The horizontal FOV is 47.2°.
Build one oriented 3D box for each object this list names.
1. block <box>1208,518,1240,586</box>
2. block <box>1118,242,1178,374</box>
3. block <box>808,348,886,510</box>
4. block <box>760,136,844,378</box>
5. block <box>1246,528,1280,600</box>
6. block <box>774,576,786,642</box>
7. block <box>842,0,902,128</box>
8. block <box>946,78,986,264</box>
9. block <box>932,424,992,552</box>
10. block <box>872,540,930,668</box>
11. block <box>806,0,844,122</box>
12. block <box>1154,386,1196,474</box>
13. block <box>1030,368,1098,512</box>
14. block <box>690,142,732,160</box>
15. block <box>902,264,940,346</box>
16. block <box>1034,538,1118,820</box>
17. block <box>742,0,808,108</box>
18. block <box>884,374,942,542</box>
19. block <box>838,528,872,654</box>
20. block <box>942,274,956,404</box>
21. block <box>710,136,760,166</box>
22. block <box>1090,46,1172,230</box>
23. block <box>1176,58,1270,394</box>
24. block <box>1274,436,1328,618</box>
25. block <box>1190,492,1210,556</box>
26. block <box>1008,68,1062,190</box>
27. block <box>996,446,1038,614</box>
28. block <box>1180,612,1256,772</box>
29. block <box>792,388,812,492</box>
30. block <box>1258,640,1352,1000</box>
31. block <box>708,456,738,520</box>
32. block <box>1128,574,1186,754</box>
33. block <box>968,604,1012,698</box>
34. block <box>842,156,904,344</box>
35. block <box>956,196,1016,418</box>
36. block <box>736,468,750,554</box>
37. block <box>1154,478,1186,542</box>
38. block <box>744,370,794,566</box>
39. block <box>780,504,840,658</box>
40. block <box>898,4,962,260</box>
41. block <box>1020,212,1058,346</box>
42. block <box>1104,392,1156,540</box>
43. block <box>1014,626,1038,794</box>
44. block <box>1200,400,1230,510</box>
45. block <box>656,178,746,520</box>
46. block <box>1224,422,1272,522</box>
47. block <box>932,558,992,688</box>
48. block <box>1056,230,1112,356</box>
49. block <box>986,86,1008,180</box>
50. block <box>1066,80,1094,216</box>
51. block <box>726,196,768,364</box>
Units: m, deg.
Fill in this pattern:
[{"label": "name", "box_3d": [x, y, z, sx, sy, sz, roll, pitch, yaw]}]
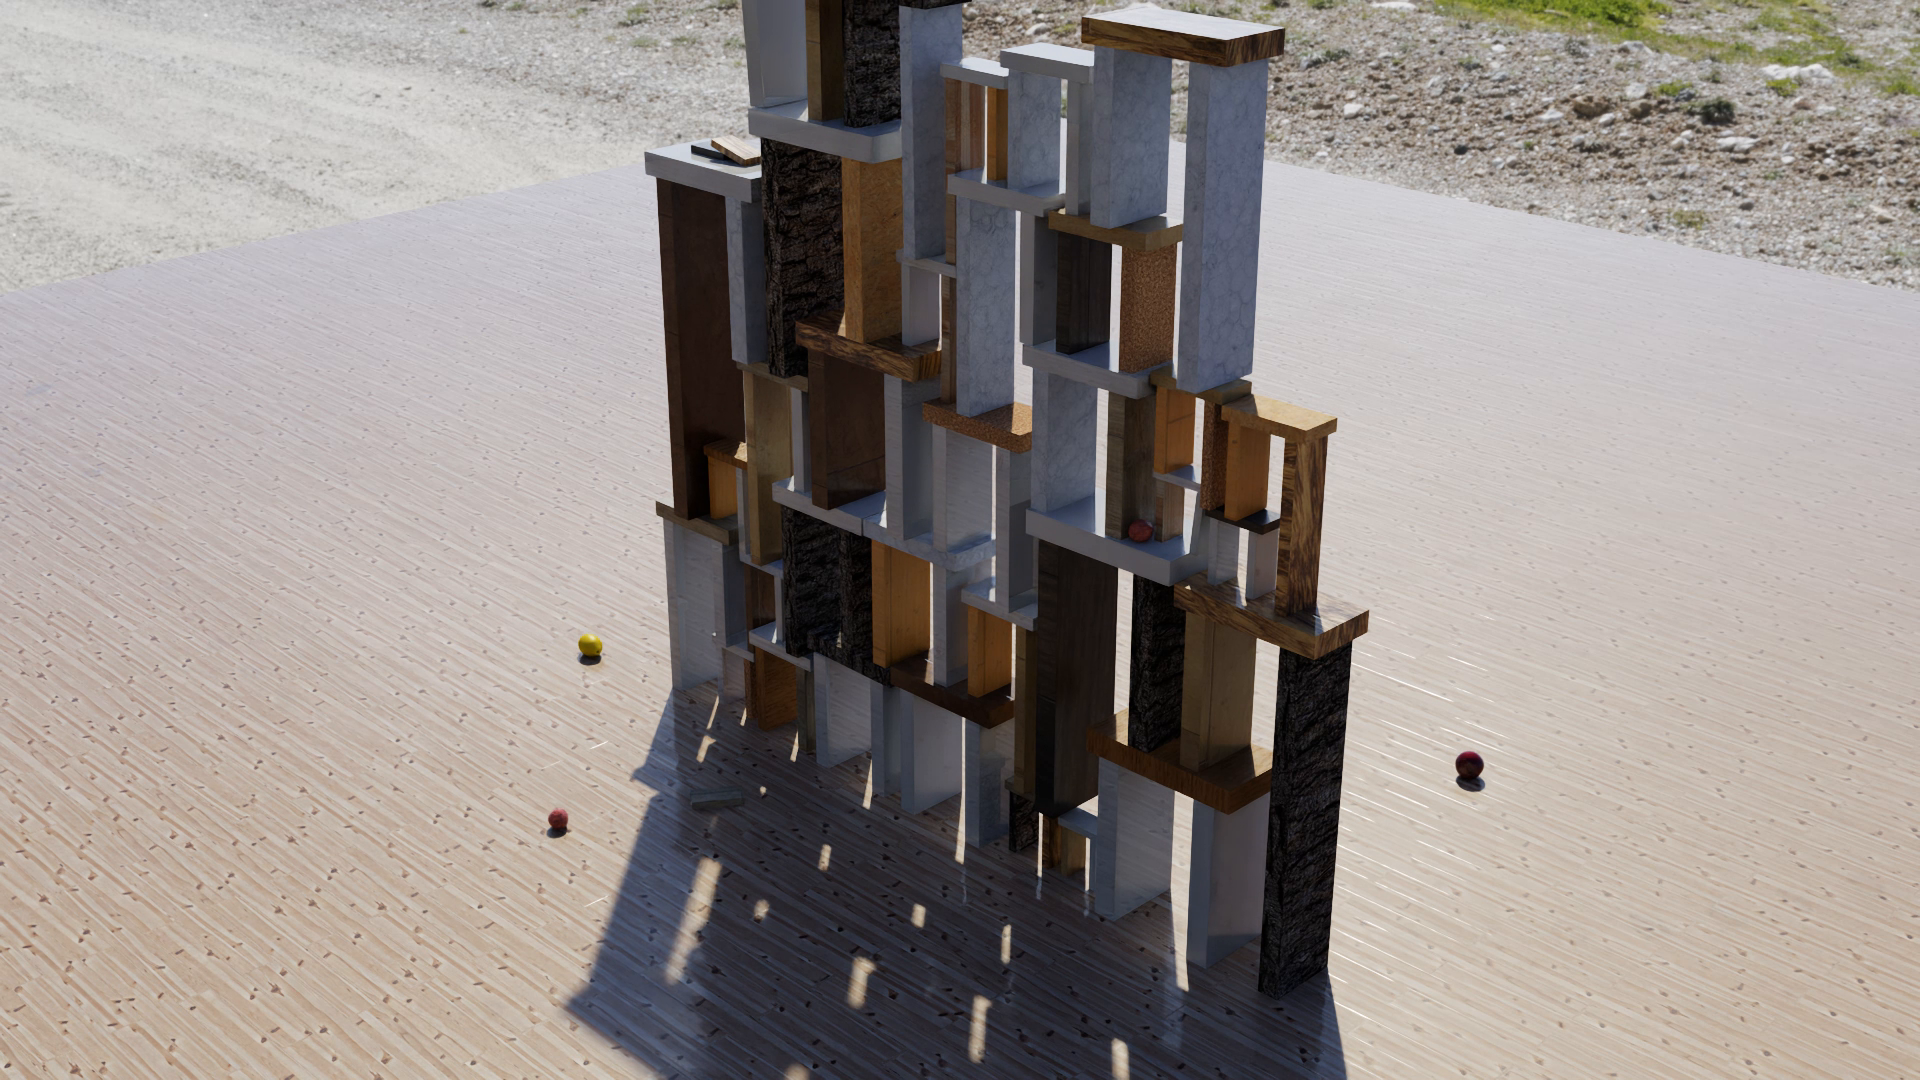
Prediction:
[{"label": "block", "box_3d": [0.450, 0.012, 3.745, 0.061, 0.121, 0.017, -21, 31, -41]}, {"label": "block", "box_3d": [0.317, -0.398, 3.706, 0.030, 0.215, 0.108, 21, 31, 40]}, {"label": "block", "box_3d": [-0.221, -0.238, 4.360, 0.047, 0.329, 0.164, 21, 31, 40]}, {"label": "block", "box_3d": [-0.301, -0.565, 4.307, 0.049, 0.473, 0.174, 21, 31, 41]}, {"label": "block", "box_3d": [0.507, 0.034, 3.692, 0.061, 0.122, 0.017, -21, 31, -41]}, {"label": "block", "box_3d": [-0.357, 0.135, 4.674, 0.074, 0.148, 0.021, -21, 31, -41]}, {"label": "block", "box_3d": [-0.159, -0.880, 4.018, 0.033, 0.234, 0.117, 21, 31, 41]}, {"label": "block", "box_3d": [0.010, -0.666, 3.944, 0.023, 0.336, 0.081, 19, 30, 38]}, {"label": "block", "box_3d": [0.005, -0.114, 4.168, 0.035, 0.250, 0.125, 21, 31, 40]}, {"label": "block", "box_3d": [-0.117, 0.110, 4.398, 0.036, 0.270, 0.126, 21, 31, 40]}, {"label": "block", "box_3d": [-0.220, -0.923, 4.070, 0.136, 0.273, 0.039, -21, 31, -40]}, {"label": "block", "box_3d": [0.367, -0.196, 3.744, 0.077, 0.155, 0.022, -21, 30, -39]}, {"label": "block", "box_3d": [0.187, -0.193, 3.934, 0.037, 0.265, 0.132, 21, 31, 40]}, {"label": "block", "box_3d": [-0.488, -0.784, 4.428, 0.053, 0.015, 0.106, -21, 31, -40]}, {"label": "block", "box_3d": [-0.073, -0.447, 4.113, 0.022, 0.156, 0.078, 21, 31, 40]}, {"label": "block", "box_3d": [0.217, 0.238, 4.096, 0.047, 0.561, 0.167, 21, 31, 40]}, {"label": "block", "box_3d": [-0.347, -0.972, 4.186, 0.039, 0.273, 0.136, 15, 26, 40]}, {"label": "block", "box_3d": [-0.068, -0.177, 4.216, 0.047, 0.329, 0.164, 21, 31, 40]}, {"label": "block", "box_3d": [-0.181, 0.086, 4.457, 0.134, 0.268, 0.038, -21, 30, -40]}, {"label": "block", "box_3d": [0.001, -0.378, 4.064, 0.078, 0.245, 0.022, -21, 31, -40]}, {"label": "block", "box_3d": [-0.442, -0.775, 4.377, 0.053, 0.015, 0.106, -21, 44, -40]}, {"label": "block", "box_3d": [0.283, -0.674, 3.626, 0.042, 0.295, 0.148, 21, 31, 40]}, {"label": "block", "box_3d": [0.423, -0.511, 3.547, 0.042, 0.535, 0.148, 21, 31, 41]}, {"label": "block", "box_3d": [0.559, -0.029, 3.602, 0.024, 0.308, 0.085, 21, 31, 41]}, {"label": "block", "box_3d": [0.422, -0.034, 3.753, 0.058, 0.115, 0.016, -21, 36, -40]}, {"label": "block", "box_3d": [0.128, -0.714, 3.784, 0.101, 0.203, 0.029, -21, 31, -40]}, {"label": "block", "box_3d": [0.122, -0.034, 4.073, 0.125, 0.323, 0.035, -21, 31, -40]}, {"label": "block", "box_3d": [0.453, 0.243, 3.842, 0.042, 0.297, 0.148, 21, 31, 41]}, {"label": "block", "box_3d": [-0.287, -0.215, 4.446, 0.031, 0.219, 0.109, 21, 31, 41]}, {"label": "block", "box_3d": [0.594, 0.471, 3.787, 0.042, 0.674, 0.149, 21, 31, 41]}, {"label": "block", "box_3d": [-0.504, -0.121, 4.718, 0.020, 0.141, 0.071, 21, 31, 40]}, {"label": "block", "box_3d": [0.375, 0.195, 3.907, 0.047, 0.335, 0.167, 21, 31, 41]}, {"label": "block", "box_3d": [0.058, 0.201, 4.243, 0.095, 0.189, 0.027, -21, 31, -41]}, {"label": "block", "box_3d": [-0.138, -0.559, 4.132, 0.049, 0.347, 0.174, 21, 31, 41]}, {"label": "block", "box_3d": [0.047, -0.432, 3.983, 0.117, 0.408, 0.033, -21, 31, -40]}, {"label": "block", "box_3d": [-0.438, -0.070, 4.667, 0.020, 0.195, 0.071, 21, 31, 40]}, {"label": "block", "box_3d": [0.364, -0.058, 3.807, 0.016, 0.115, 0.058, 21, 31, 40]}, {"label": "block", "box_3d": [-0.391, -0.160, 4.581, 0.031, 0.426, 0.109, 21, 31, 41]}, {"label": "block", "box_3d": [-0.305, 0.068, 4.589, 0.134, 0.338, 0.038, -21, 31, -41]}, {"label": "block", "box_3d": [-0.049, -0.738, 3.962, 0.117, 0.453, 0.033, -18, 28, -36]}, {"label": "block", "box_3d": [0.157, -0.467, 3.846, 0.033, 0.234, 0.117, 21, 31, 40]}, {"label": "block", "box_3d": [0.312, -0.145, 3.820, 0.037, 0.265, 0.132, 21, 31, 40]}, {"label": "block", "box_3d": [0.147, 0.310, 4.193, 0.095, 0.351, 0.027, -21, 31, -40]}, {"label": "block", "box_3d": [0.439, -0.151, 3.683, 0.077, 0.191, 0.022, -21, 31, -40]}, {"label": "block", "box_3d": [-0.540, -0.411, 4.637, 0.048, 0.740, 0.168, 21, 31, 40]}, {"label": "block", "box_3d": [0.478, -0.124, 3.647, 0.024, 0.169, 0.085, 21, 31, 40]}, {"label": "block", "box_3d": [0.005, 0.148, 4.285, 0.036, 0.253, 0.126, 21, 31, 41]}, {"label": "block", "box_3d": [0.215, -0.437, 3.799, 0.030, 0.215, 0.108, 21, 31, 40]}, {"label": "block", "box_3d": [0.084, -0.715, 3.836, 0.081, 0.162, 0.023, -21, 31, -40]}, {"label": "block", "box_3d": [0.223, -0.667, 3.700, 0.029, 0.224, 0.101, 21, 31, 40]}, {"label": "block", "box_3d": [-0.384, -0.535, 4.412, 0.168, 0.336, 0.048, -21, 31, -41]}]
